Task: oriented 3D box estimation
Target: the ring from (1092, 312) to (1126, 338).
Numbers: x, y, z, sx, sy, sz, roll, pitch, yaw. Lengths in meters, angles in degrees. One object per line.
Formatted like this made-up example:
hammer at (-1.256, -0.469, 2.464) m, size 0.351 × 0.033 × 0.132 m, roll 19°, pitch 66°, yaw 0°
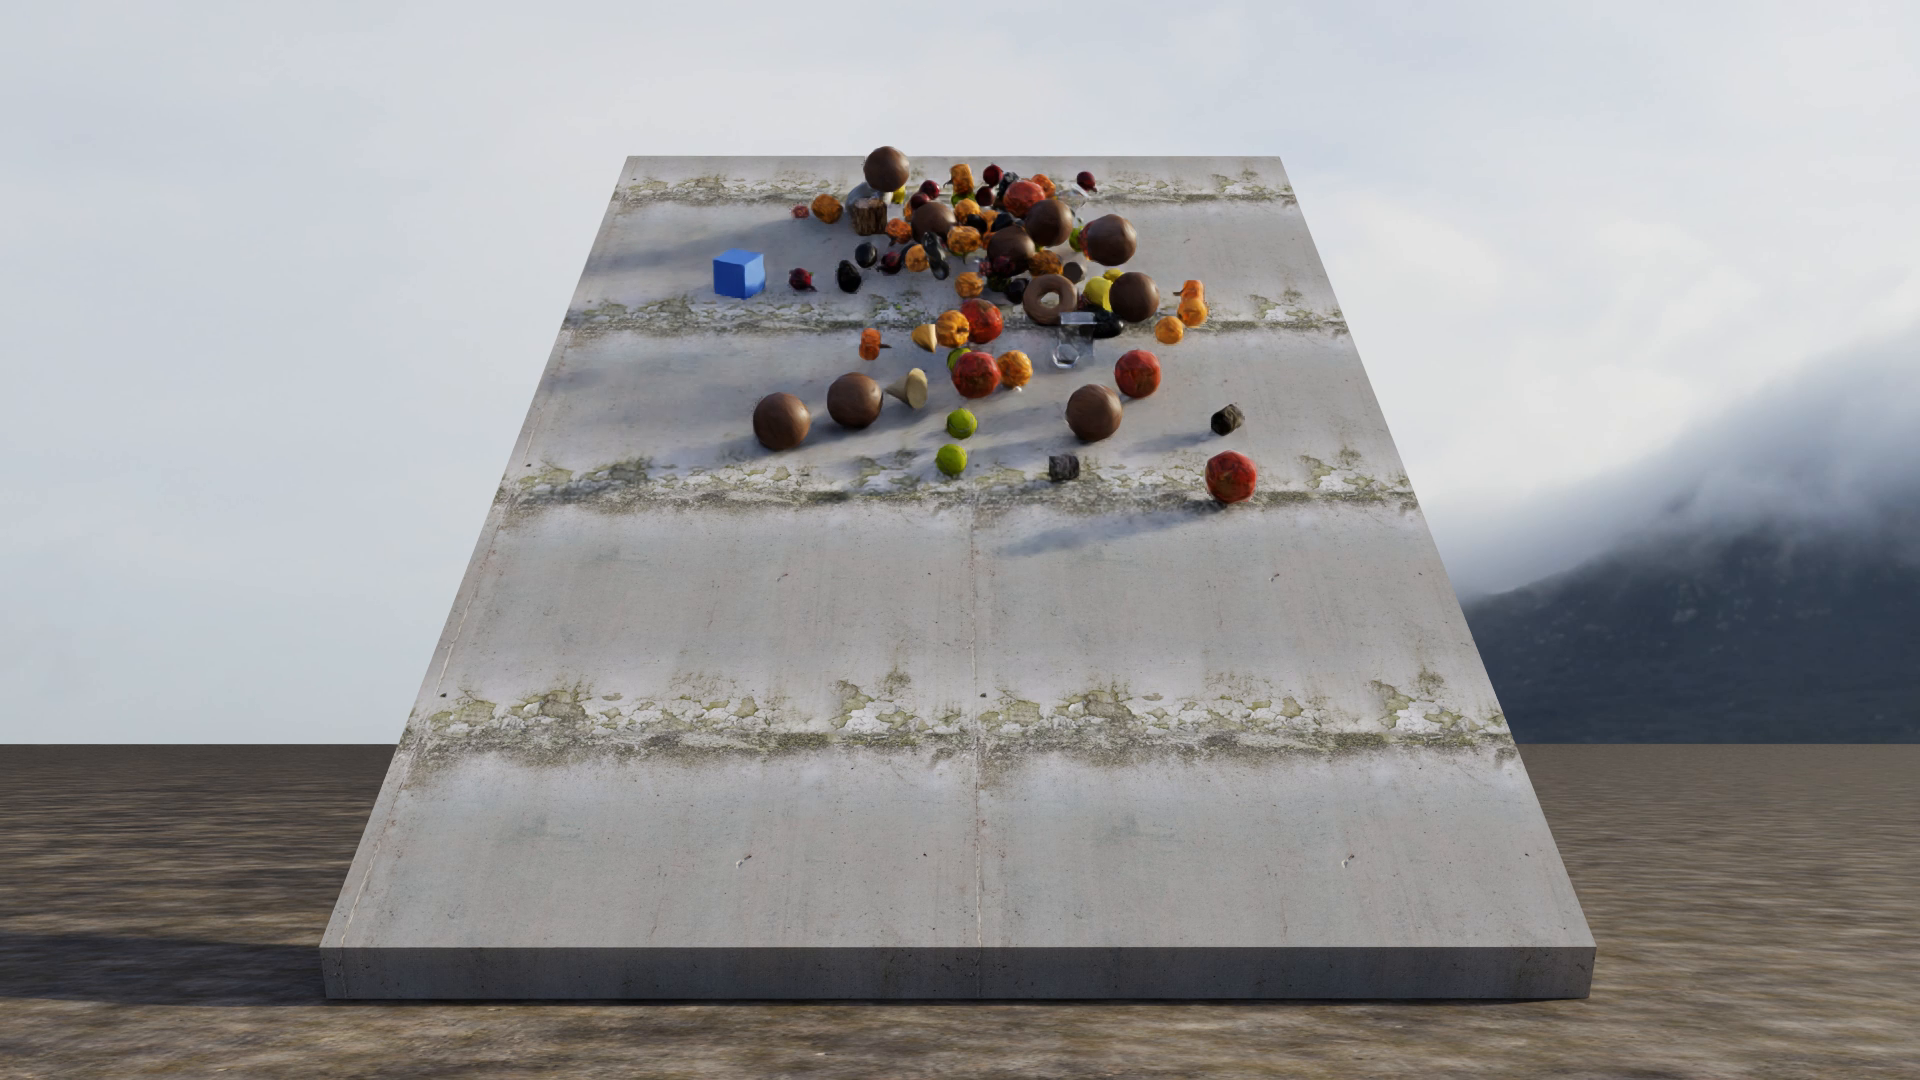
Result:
ring at (0.358, -0.542, 5.983) m, size 0.122 × 0.041 × 0.122 m, roll -2°, pitch 26°, yaw 1°

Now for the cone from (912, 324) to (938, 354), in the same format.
cone at (-0.076, -0.486, 5.877) m, size 0.072 × 0.072 × 0.072 m, roll -18°, pitch -30°, yaw -11°

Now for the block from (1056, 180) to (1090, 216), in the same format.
block at (0.322, -0.972, 6.742) m, size 0.063 × 0.063 × 0.063 m, roll 39°, pitch 20°, yaw -5°

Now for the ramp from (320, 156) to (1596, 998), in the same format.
ramp at (-0.011, -0.226, 5.516) m, size 2.000 × 0.100 × 4.000 m, roll 0°, pitch 27°, yaw 0°

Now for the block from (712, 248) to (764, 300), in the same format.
block at (-0.580, -0.698, 6.222) m, size 0.096 × 0.096 × 0.096 m, roll 13°, pitch 30°, yaw 24°

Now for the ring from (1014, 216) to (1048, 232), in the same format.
ring at (0.199, -0.884, 6.640) m, size 0.101 × 0.034 × 0.101 m, roll -12°, pitch 9°, yaw 2°

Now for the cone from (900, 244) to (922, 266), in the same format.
cone at (-0.121, -0.750, 6.333) m, size 0.061 × 0.061 × 0.061 m, roll -1°, pitch -14°, yaw 17°

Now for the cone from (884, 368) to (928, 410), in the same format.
cone at (-0.142, -0.353, 5.556) m, size 0.096 × 0.096 × 0.096 m, roll 0°, pitch -4°, yaw 30°

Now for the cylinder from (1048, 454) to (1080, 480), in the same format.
cylinder at (0.228, -0.160, 5.214) m, size 0.054 × 0.054 × 0.054 m, roll -8°, pitch -3°, yaw -14°

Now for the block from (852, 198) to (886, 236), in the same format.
block at (-0.254, -0.907, 6.651) m, size 0.080 × 0.080 × 0.080 m, roll -7°, pitch 28°, yaw -13°

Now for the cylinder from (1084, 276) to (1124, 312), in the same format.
cylinder at (0.372, -0.637, 6.135) m, size 0.073 × 0.073 × 0.073 m, roll 4°, pitch 18°, yaw -43°

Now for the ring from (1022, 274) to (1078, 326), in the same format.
ring at (0.231, -0.611, 6.038) m, size 0.144 × 0.144 × 0.048 m, roll -1°, pitch -19°, yaw 7°

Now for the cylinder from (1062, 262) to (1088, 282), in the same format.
cylinder at (0.295, -0.690, 6.100) m, size 0.053 × 0.053 × 0.053 m, roll -1°, pitch 7°, yaw 16°

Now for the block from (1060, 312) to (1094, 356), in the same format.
block at (0.289, -0.511, 5.876) m, size 0.081 × 0.081 × 0.081 m, roll 0°, pitch 27°, yaw 0°

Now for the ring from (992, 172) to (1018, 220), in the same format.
ring at (0.128, -0.977, 6.726) m, size 0.048 × 0.143 × 0.143 m, roll 19°, pitch -5°, yaw 1°

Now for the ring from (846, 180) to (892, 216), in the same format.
ring at (-0.260, -0.970, 6.759) m, size 0.144 × 0.144 × 0.048 m, roll -3°, pitch -40°, yaw 28°

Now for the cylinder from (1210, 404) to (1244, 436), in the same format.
cylinder at (0.613, -0.275, 5.442) m, size 0.055 × 0.055 × 0.055 m, roll -5°, pitch 18°, yaw 44°

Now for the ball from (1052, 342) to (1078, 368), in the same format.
ball at (0.257, -0.449, 5.775) m, size 0.062 × 0.062 × 0.062 m, roll 0°, pitch -5°, yaw 0°
